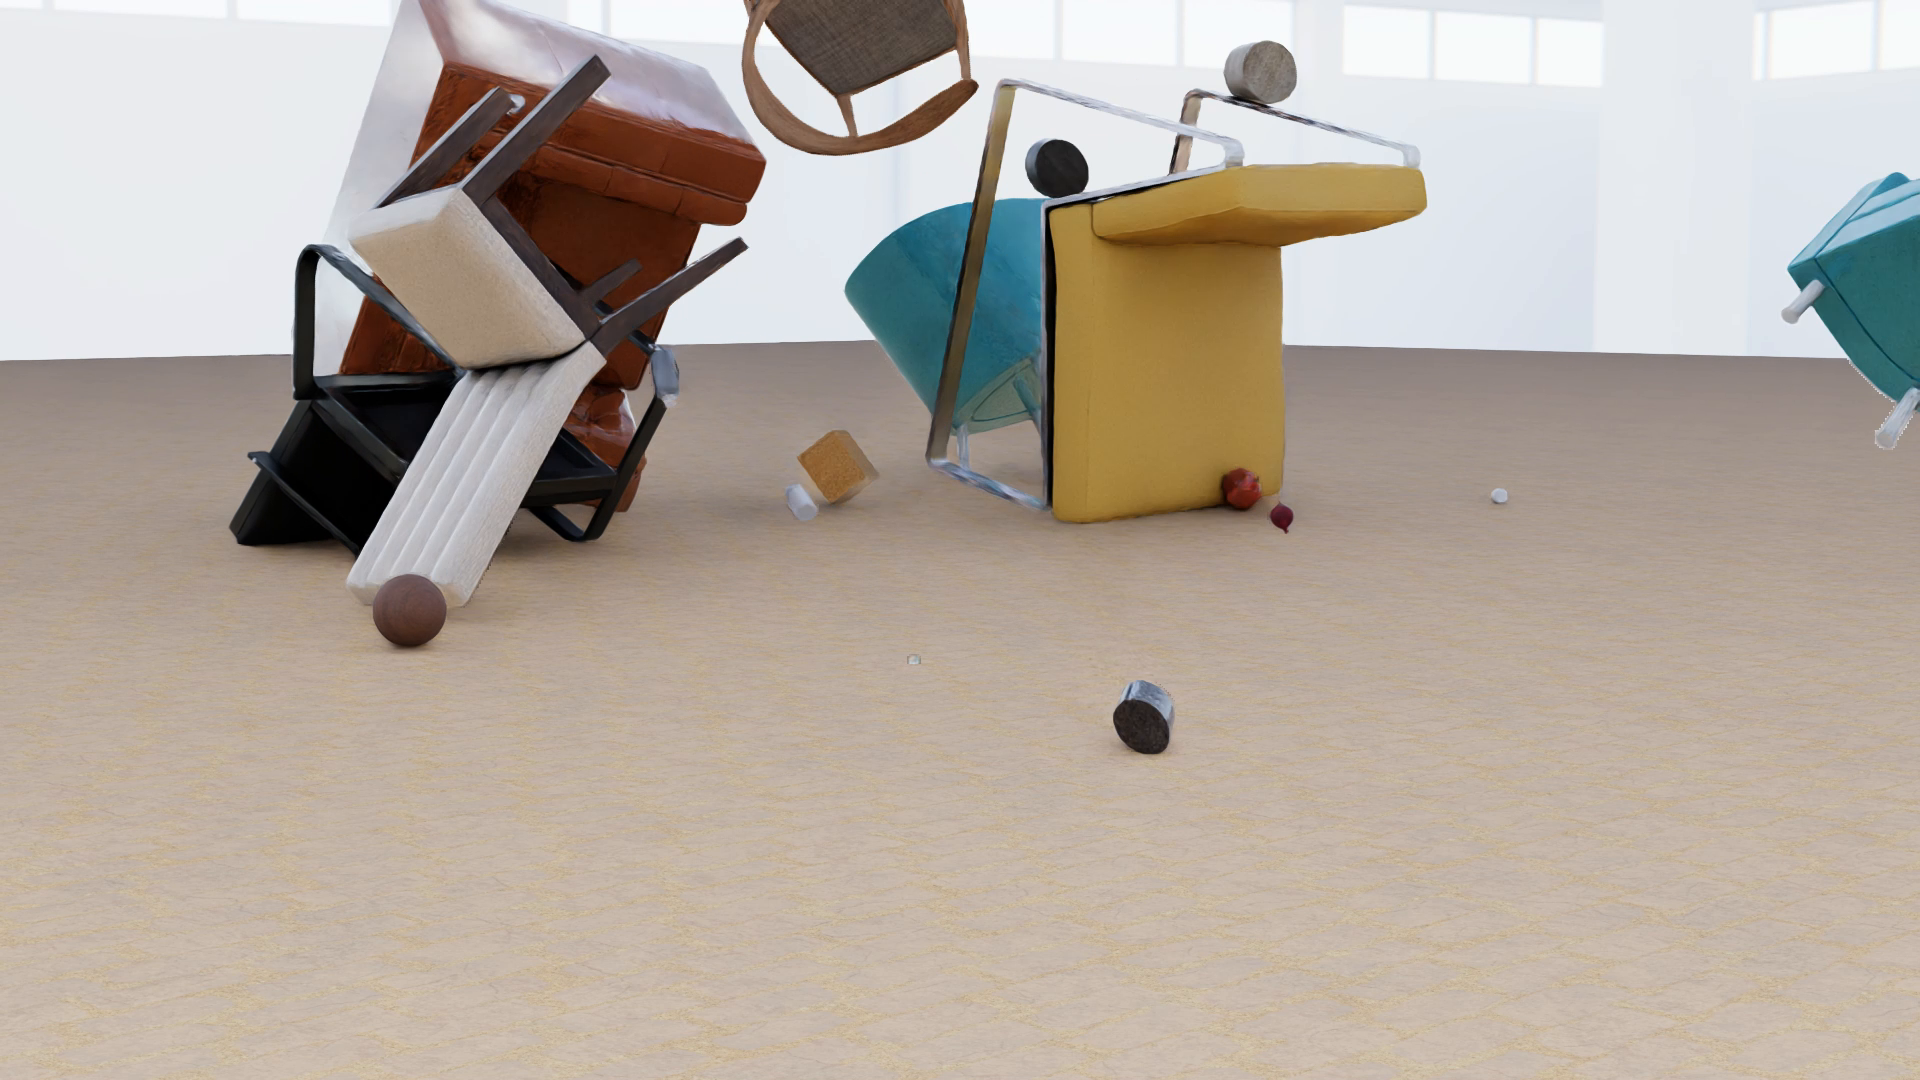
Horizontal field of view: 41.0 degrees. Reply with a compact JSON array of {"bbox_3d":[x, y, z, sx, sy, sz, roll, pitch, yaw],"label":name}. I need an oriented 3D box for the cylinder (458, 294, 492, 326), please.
[{"bbox_3d":[-1.091,-0.519,5.779,0.068,0.047,0.080,-26,30,-7],"label":"cylinder"}]

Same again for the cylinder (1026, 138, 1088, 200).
[{"bbox_3d":[0.294,-1.125,7.778,0.161,0.194,0.081,-45,22,-9],"label":"cylinder"}]

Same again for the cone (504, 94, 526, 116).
[{"bbox_3d":[-1.075,-1.029,6.142,0.050,0.057,0.064,38,-46,-20],"label":"cone"}]

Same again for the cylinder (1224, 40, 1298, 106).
[{"bbox_3d":[0.876,-1.360,7.474,0.188,0.174,0.112,37,-10,-23],"label":"cylinder"}]

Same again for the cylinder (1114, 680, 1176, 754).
[{"bbox_3d":[0.257,0.247,3.569,0.067,0.089,0.085,-42,4,17],"label":"cylinder"}]

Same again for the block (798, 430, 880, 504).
[{"bbox_3d":[-0.348,-0.210,7.360,0.131,0.165,0.183,-37,-5,10],"label":"block"}]
